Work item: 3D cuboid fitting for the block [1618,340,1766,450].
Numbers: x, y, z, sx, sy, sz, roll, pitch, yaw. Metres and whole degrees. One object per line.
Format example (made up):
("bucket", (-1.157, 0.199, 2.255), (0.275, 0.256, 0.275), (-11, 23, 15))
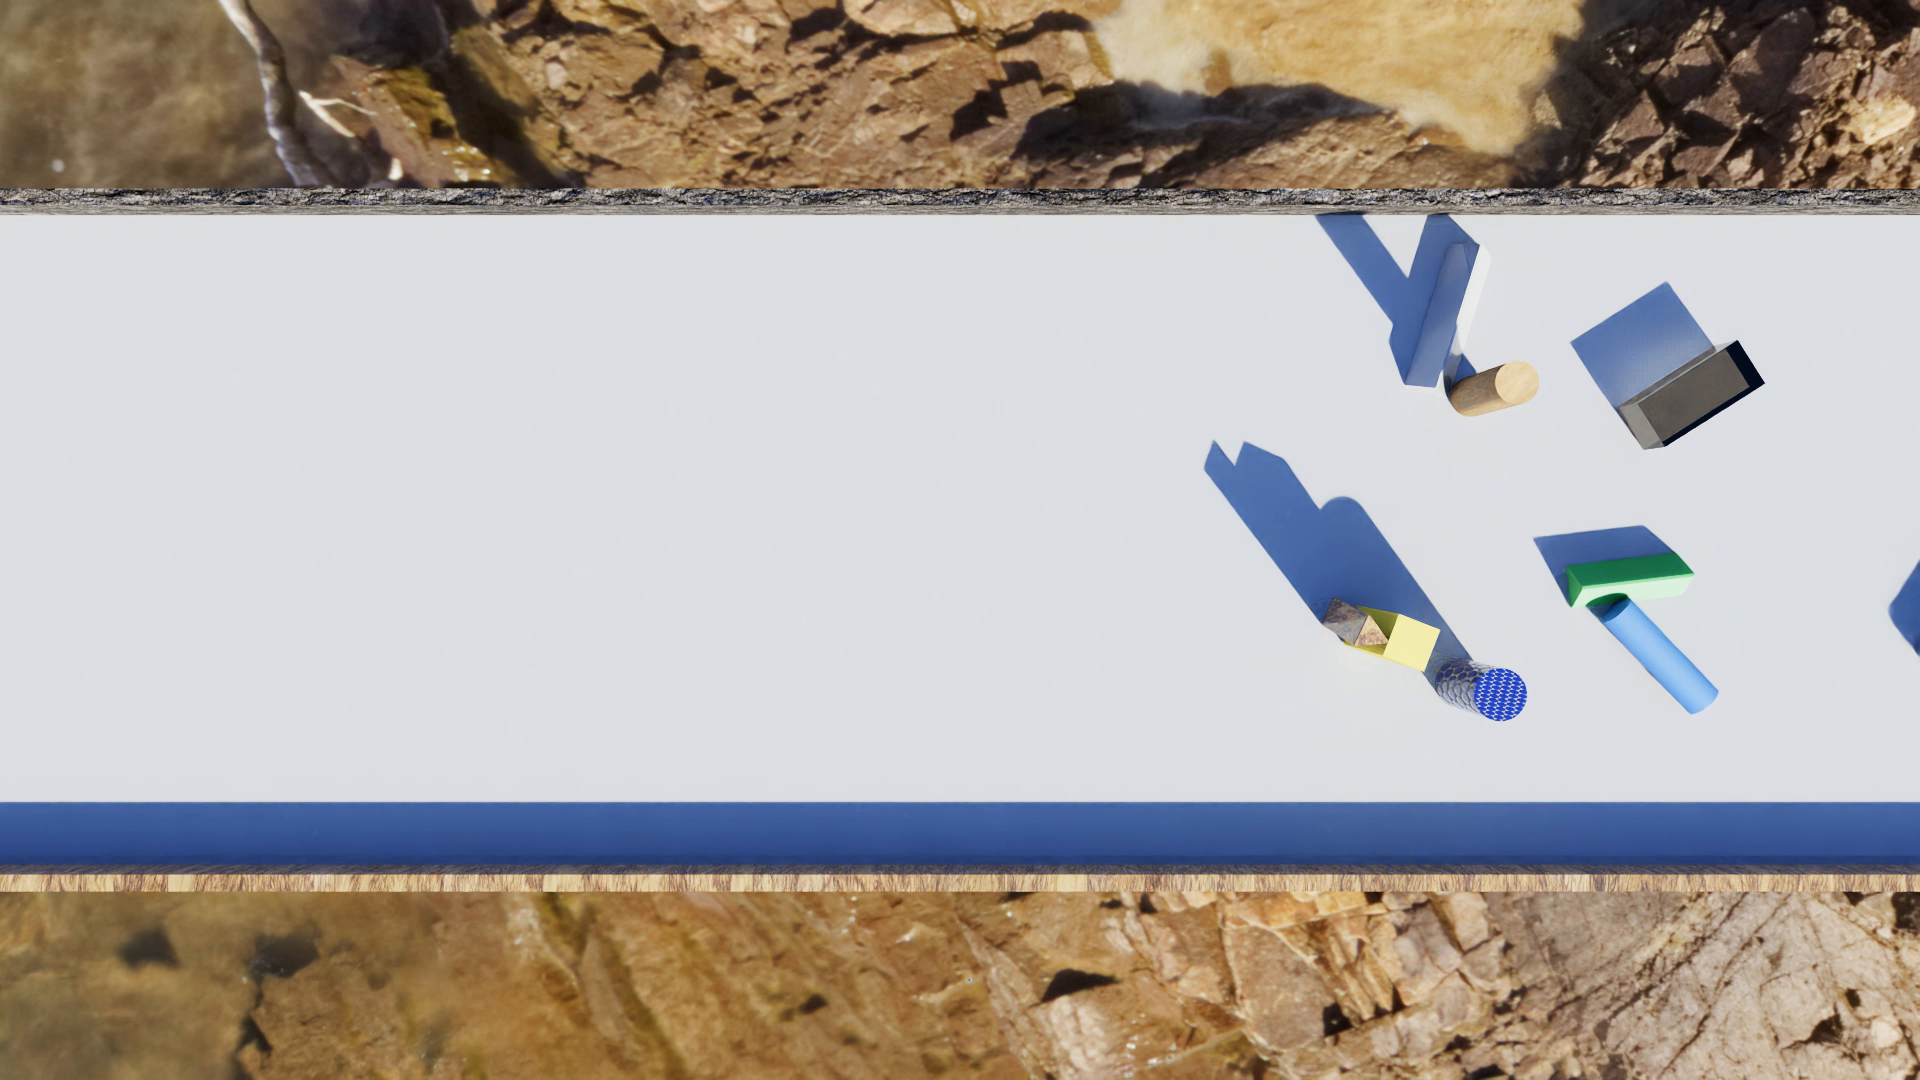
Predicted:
("block", (2.212, -0.437, 4.999), (0.355, 0.155, 0.155), (-32, 90, 0))

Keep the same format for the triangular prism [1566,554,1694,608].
("triangular prism", (2.041, 0.124, 5.017), (0.341, 0.113, 0.130), (-7, 90, 0))

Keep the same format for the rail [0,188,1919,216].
("rail", (-2.247, -1.025, 5.002), (12.000, 0.150, 0.050), (0, 90, 0))

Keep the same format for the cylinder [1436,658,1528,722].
("cylinder", (1.538, 0.440, 4.885), (0.152, 0.384, 0.152), (0, 90, 0))

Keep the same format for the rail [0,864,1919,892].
("rail", (-2.247, 1.025, 5.001), (12.000, 0.150, 0.050), (0, 90, 0))

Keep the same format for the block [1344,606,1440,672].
("block", (1.272, 0.288, 4.878), (0.127, 0.389, 0.127), (21, 90, -4))

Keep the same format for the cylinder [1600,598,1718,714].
("cylinder", (2.129, 0.353, 5.020), (0.111, 0.111, 0.385), (-44, 90, 0))

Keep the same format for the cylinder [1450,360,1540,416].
("cylinder", (1.568, -0.441, 4.853), (0.123, 0.445, 0.123), (0, 90, 1))

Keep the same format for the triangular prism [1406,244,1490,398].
("triangular prism", (1.502, -0.672, 5.014), (0.136, 0.117, 0.454), (17, 90, 0))

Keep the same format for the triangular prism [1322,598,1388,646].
("triangular prism", (1.159, 0.235, 4.875), (0.094, 0.395, 0.082), (-6, 96, -1))
